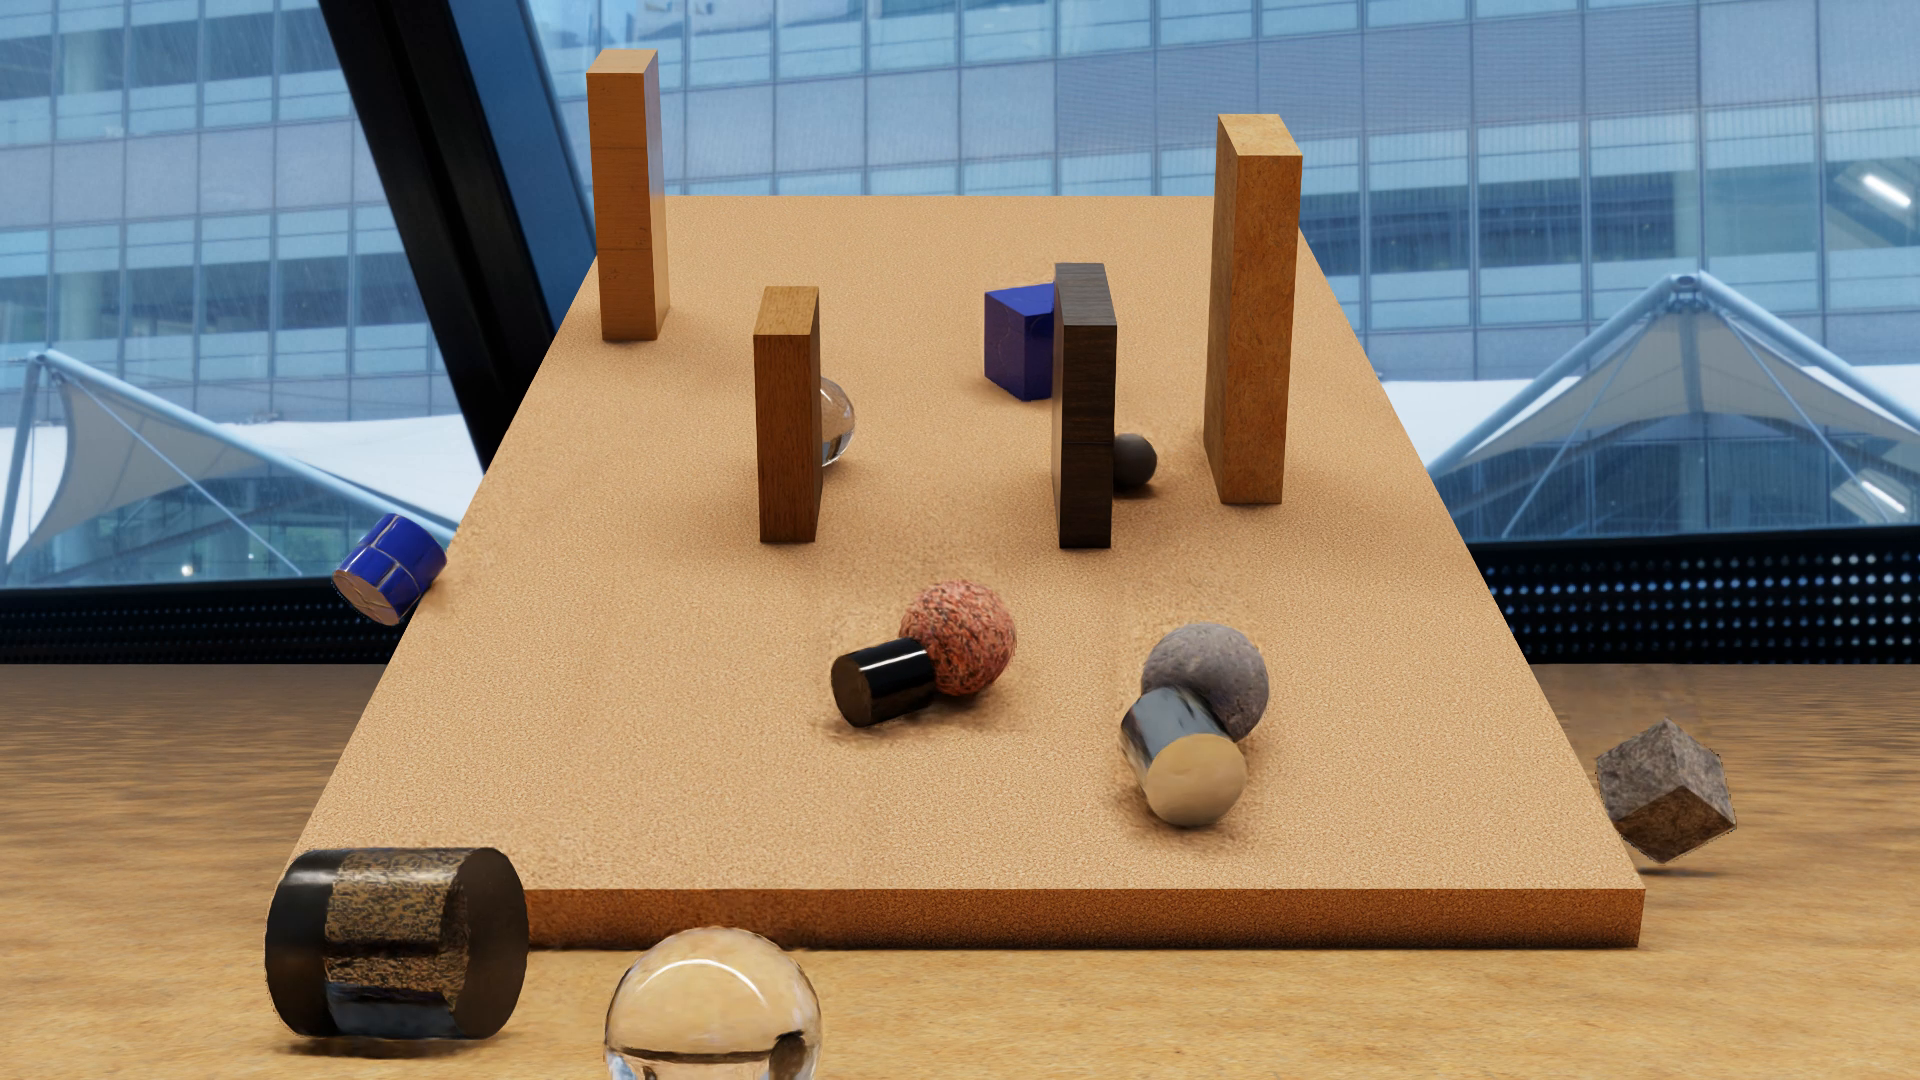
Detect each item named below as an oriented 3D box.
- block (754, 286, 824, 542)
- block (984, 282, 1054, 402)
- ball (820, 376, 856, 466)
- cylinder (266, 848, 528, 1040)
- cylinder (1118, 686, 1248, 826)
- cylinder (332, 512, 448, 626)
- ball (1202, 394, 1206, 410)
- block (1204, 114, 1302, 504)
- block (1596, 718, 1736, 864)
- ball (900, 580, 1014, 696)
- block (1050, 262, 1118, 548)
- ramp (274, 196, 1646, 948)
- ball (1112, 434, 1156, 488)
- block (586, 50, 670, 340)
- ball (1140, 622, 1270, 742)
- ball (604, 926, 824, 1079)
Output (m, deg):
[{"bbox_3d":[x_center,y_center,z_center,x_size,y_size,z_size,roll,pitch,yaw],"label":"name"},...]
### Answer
[{"bbox_3d":[-0.340,-0.255,4.621,0.108,0.428,0.318,0,23,0],"label":"block"},{"bbox_3d":[0.196,-0.466,5.403,0.208,0.208,0.208,-11,25,-24],"label":"block"},{"bbox_3d":[-0.320,-0.251,4.904,0.200,0.200,0.200,0,-3,0],"label":"ball"},{"bbox_3d":[-0.623,0.448,2.574,0.210,0.210,0.210,-3,-4,16],"label":"cylinder"},{"bbox_3d":[0.343,0.334,3.574,0.160,0.160,0.160,1,22,-12],"label":"cylinder"},{"bbox_3d":[-1.064,0.054,4.315,0.149,0.149,0.149,25,-31,17],"label":"cylinder"},{"bbox_3d":[0.600,-0.298,5.115,0.125,0.125,0.125,0,-3,0],"label":"ball"},{"bbox_3d":[0.599,-0.480,4.774,0.125,0.726,0.363,0,23,0],"label":"block"},{"bbox_3d":[1.409,0.503,4.621,0.174,0.174,0.174,35,-54,-26],"label":"block"},{"bbox_3d":[-0.005,0.165,3.927,0.197,0.197,0.197,0,-3,0],"label":"ball"},{"bbox_3d":[0.245,-0.276,4.636,0.101,0.457,0.421,0,23,0],"label":"block"},{"bbox_3d":[-0.007,-0.225,5.228,2.000,0.100,4.000,0,23,0],"label":"ramp"},{"bbox_3d":[0.352,-0.165,4.811,0.115,0.115,0.115,0,-3,0],"label":"ball"},{"bbox_3d":[-0.820,-0.858,5.740,0.136,0.664,0.292,0,23,0],"label":"block"},{"bbox_3d":[0.397,0.237,3.746,0.207,0.207,0.207,0,-3,0],"label":"ball"},{"bbox_3d":[-0.215,0.434,2.018,0.191,0.191,0.191,0,-3,0],"label":"ball"}]
